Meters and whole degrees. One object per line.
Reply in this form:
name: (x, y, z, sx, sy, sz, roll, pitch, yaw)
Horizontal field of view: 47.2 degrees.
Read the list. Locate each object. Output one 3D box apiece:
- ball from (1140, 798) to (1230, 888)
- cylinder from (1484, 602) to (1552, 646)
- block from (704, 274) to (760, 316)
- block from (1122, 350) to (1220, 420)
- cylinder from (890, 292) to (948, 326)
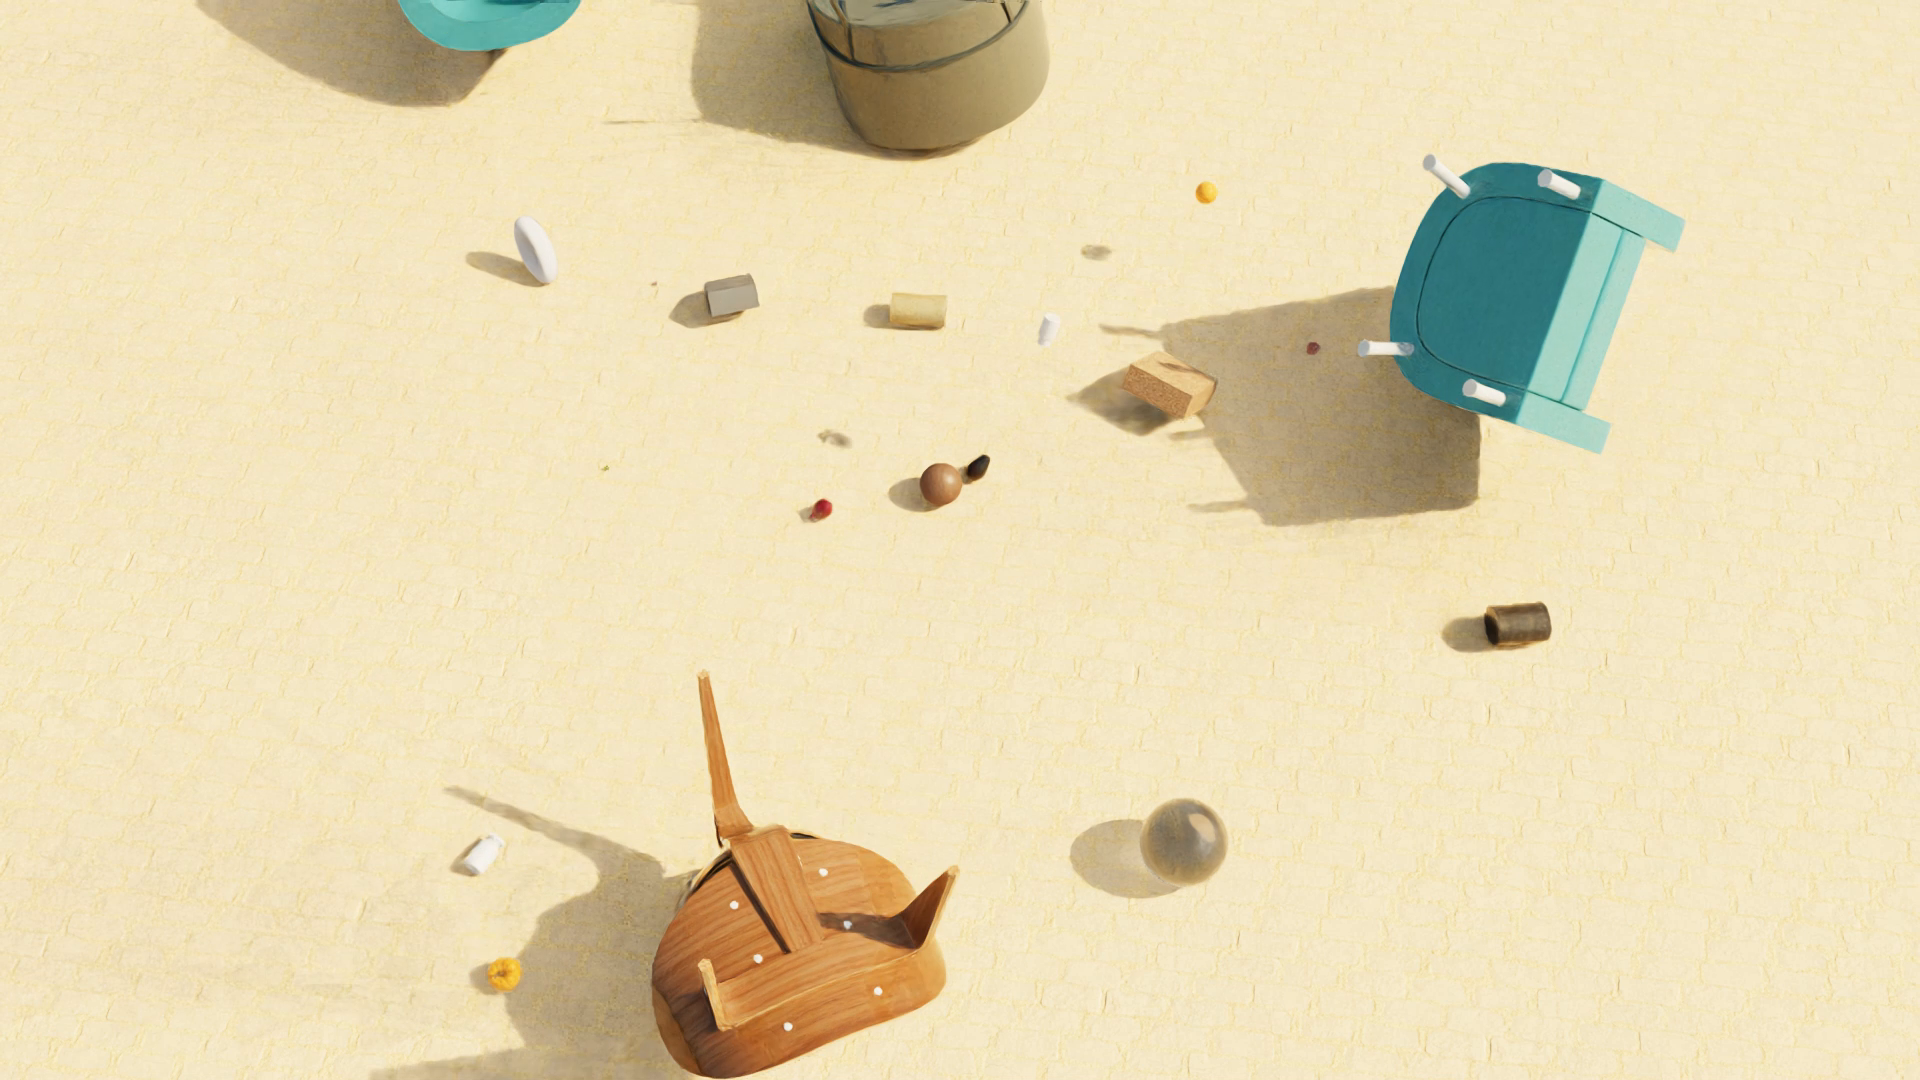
ball: (0.600, 0.809, 5.887, 0.239, 0.239, 0.239, 0, 56, 0)
cylinder: (1.607, 0.241, 6.337, 0.152, 0.114, 0.137, -5, 14, -3)
block: (-0.729, -0.783, 7.016, 0.154, 0.078, 0.131, -12, 23, -8)
block: (0.650, -0.481, 6.794, 0.220, 0.084, 0.229, 29, 27, 17)
cylinder: (-0.131, -0.736, 7.012, 0.175, 0.093, 0.104, 4, 52, 3)
